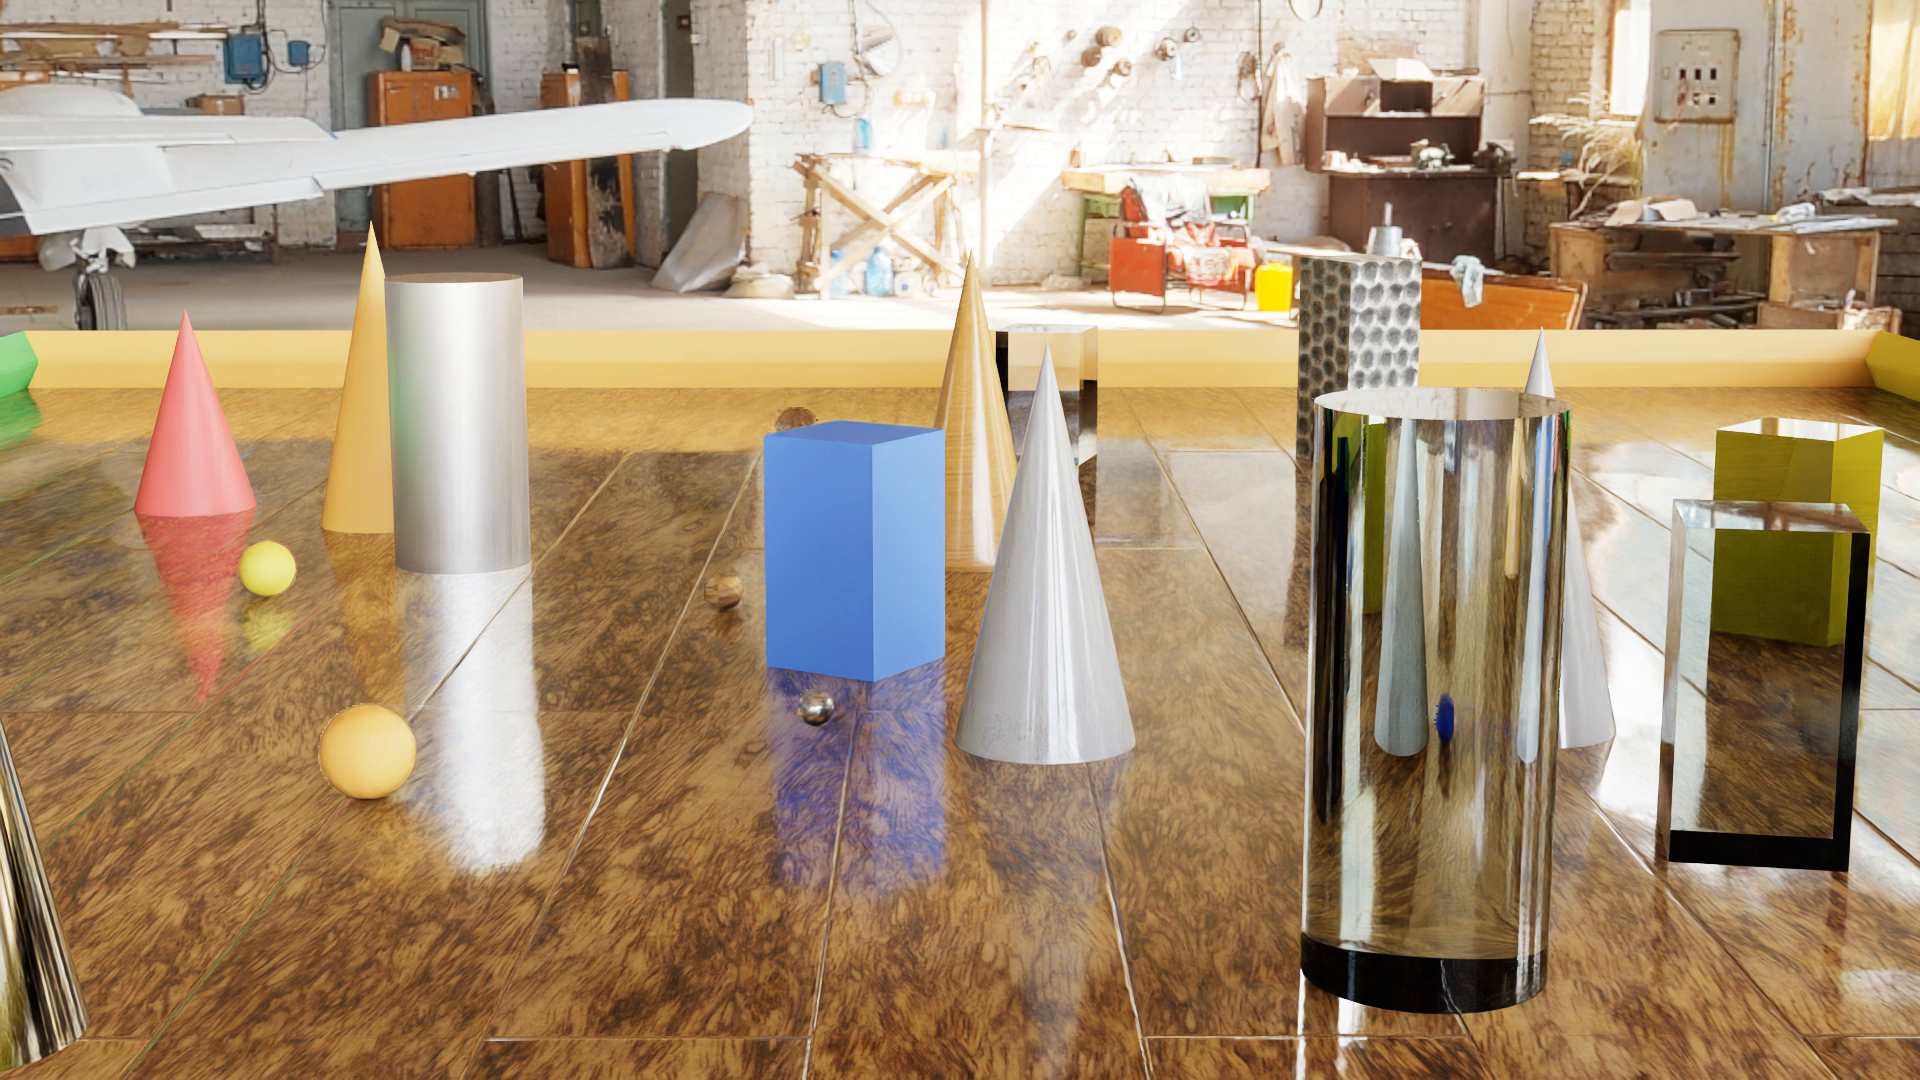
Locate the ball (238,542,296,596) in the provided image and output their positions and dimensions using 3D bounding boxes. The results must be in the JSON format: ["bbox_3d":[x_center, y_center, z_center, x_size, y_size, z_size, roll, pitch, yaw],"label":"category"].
[{"bbox_3d":[-0.963,0.040,3.564,0.076,0.076,0.076,0,10,0],"label":"ball"}]

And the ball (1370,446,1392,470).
[{"bbox_3d":[0.768,-0.150,4.681,0.043,0.043,0.043,0,10,0],"label":"ball"}]

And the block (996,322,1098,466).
[{"bbox_3d":[0.163,-0.275,4.803,0.159,0.245,0.159,3,11,15],"label":"block"}]

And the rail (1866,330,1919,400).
[{"bbox_3d":[2.097,0.031,3.461,0.045,0.129,4.925,0,10,0],"label":"rail"}]

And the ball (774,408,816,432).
[{"bbox_3d":[-0.314,-0.210,4.899,0.082,0.082,0.082,0,10,0],"label":"ball"}]

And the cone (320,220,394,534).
[{"bbox_3d":[-0.931,-0.267,4.100,0.199,0.486,0.199,0,10,0],"label":"cone"}]

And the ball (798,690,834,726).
[{"bbox_3d":[-0.161,0.188,2.864,0.040,0.040,0.040,0,10,0],"label":"ball"}]

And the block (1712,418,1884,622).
[{"bbox_3d":[1.103,-0.020,3.390,0.159,0.257,0.159,9,14,41],"label":"block"}]

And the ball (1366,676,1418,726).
[{"bbox_3d":[0.481,0.180,2.860,0.056,0.056,0.056,0,10,0],"label":"ball"}]

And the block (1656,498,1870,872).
[{"bbox_3d":[0.750,0.132,2.410,0.159,0.315,0.159,2,11,11],"label":"block"}]

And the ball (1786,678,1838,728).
[{"bbox_3d":[0.948,0.182,2.855,0.055,0.055,0.055,0,10,0],"label":"ball"}]

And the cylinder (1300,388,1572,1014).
[{"bbox_3d":[0.377,0.122,2.050,0.199,0.466,0.199,0,10,0],"label":"cylinder"}]

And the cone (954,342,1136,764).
[{"bbox_3d":[0.093,0.003,2.766,0.199,0.439,0.199,0,10,0],"label":"cone"}]

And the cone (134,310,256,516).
[{"bbox_3d":[-1.279,-0.219,4.263,0.199,0.331,0.199,0,10,0],"label":"cone"}]

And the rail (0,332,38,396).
[{"bbox_3d":[-2.097,0.035,3.437,0.045,0.129,4.925,0,10,0],"label":"rail"}]

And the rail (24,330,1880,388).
[{"bbox_3d":[-0.014,-0.410,5.847,4.241,0.129,0.045,0,10,0],"label":"rail"}]

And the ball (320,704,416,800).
[{"bbox_3d":[-0.594,0.213,2.578,0.094,0.094,0.094,0,10,0],"label":"ball"}]

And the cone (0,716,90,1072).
[{"bbox_3d":[-0.768,0.133,1.910,0.199,0.495,0.199,0,10,0],"label":"cone"}]

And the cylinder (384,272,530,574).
[{"bbox_3d":[-0.738,-0.175,3.777,0.199,0.421,0.199,0,10,0],"label":"cylinder"}]

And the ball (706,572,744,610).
[{"bbox_3d":[-0.319,0.069,3.475,0.051,0.051,0.051,0,10,0],"label":"ball"}]

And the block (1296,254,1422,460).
[{"bbox_3d":[0.741,-0.337,4.777,0.159,0.375,0.159,-5,12,-27],"label":"block"}]

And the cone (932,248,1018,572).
[{"bbox_3d":[0.017,-0.201,3.792,0.199,0.467,0.199,0,10,0],"label":"cone"}]

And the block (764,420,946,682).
[{"bbox_3d":[-0.128,0.009,3.152,0.159,0.286,0.159,7,12,32],"label":"block"}]

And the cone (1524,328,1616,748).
[{"bbox_3d":[0.632,-0.013,2.826,0.199,0.448,0.199,0,10,0],"label":"cone"}]
